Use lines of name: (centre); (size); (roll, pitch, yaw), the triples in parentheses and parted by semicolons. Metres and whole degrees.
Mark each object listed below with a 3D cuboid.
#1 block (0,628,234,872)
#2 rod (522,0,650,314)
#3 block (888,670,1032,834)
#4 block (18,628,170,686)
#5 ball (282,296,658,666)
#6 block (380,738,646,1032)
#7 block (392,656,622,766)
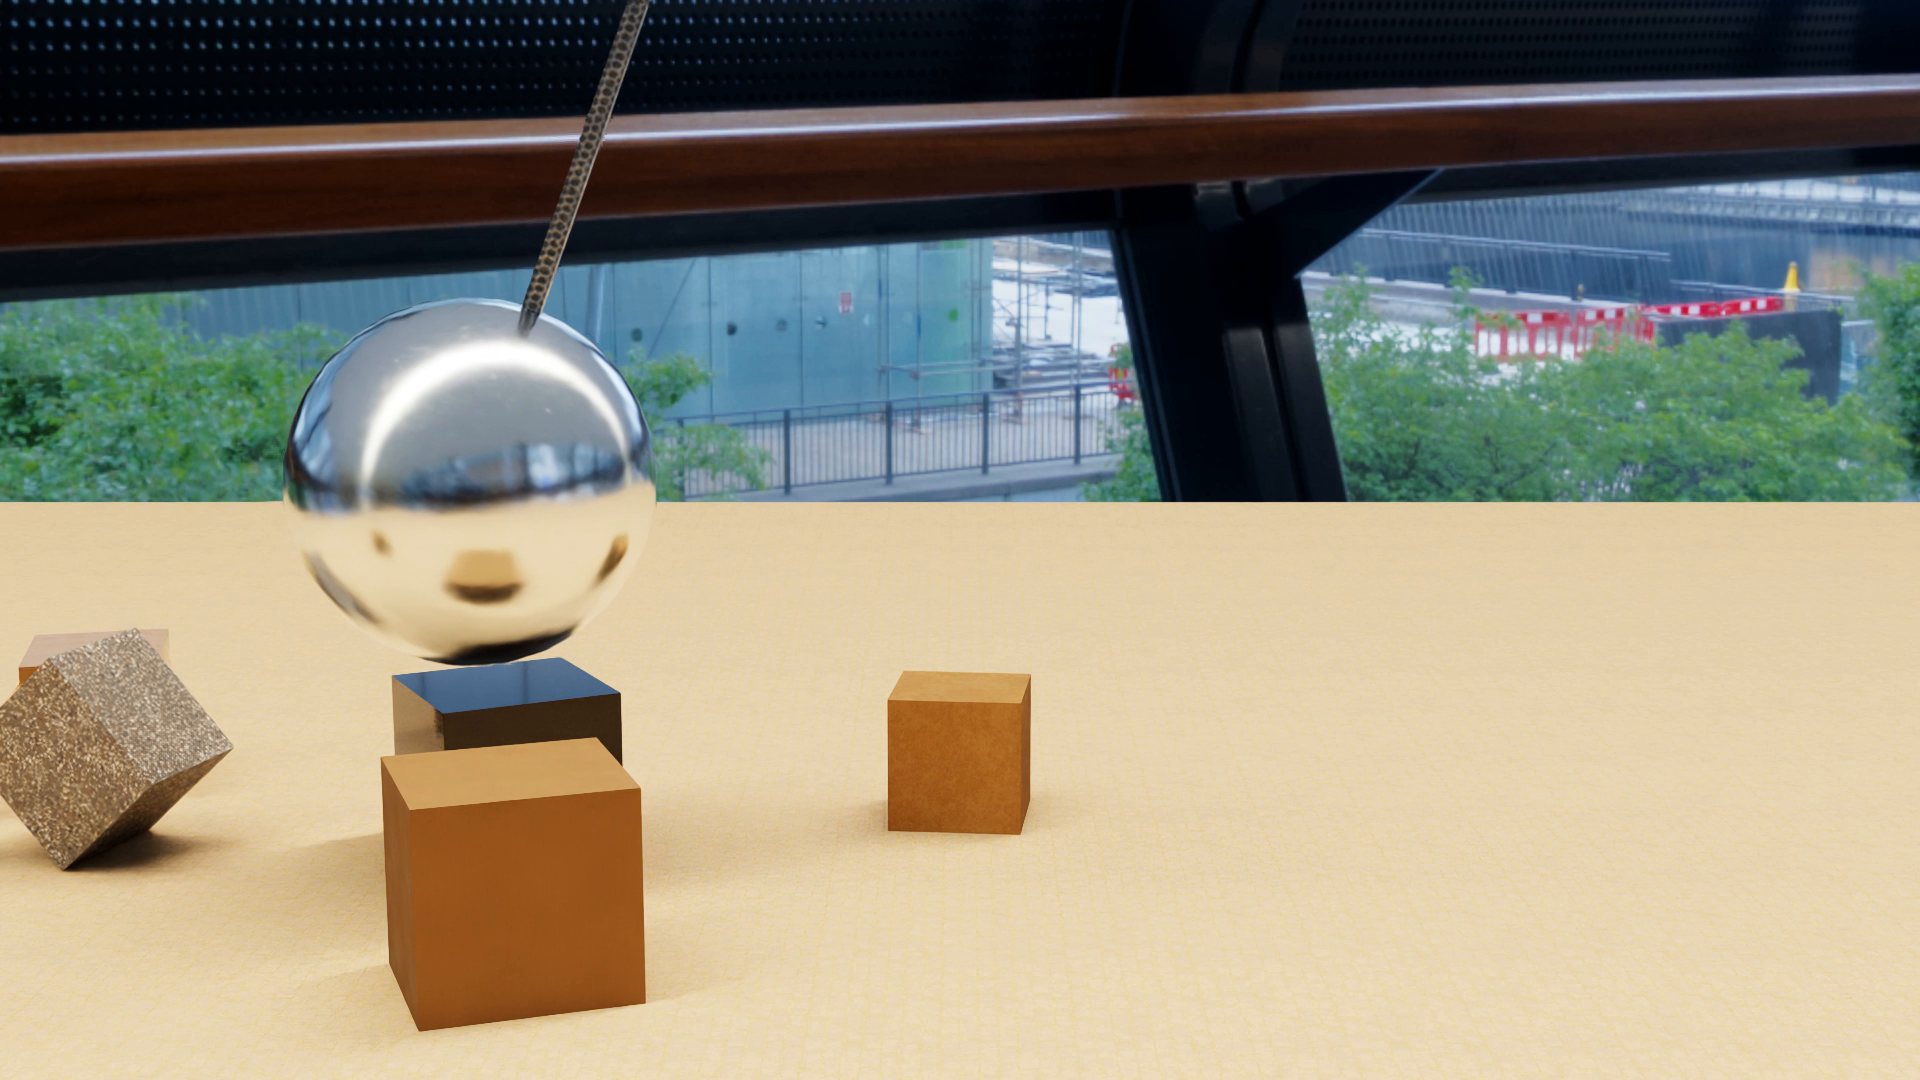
block: (-3.907, 0.941, 11.657); (0.656, 0.724, 0.660); (-41, -3, 19)
rod: (-0.918, -3.382, 10.565); (0.080, 5.200, 0.080); (20, 10, -4)
block: (0.003, 1.008, 12.254); (0.624, 0.633, 0.598); (1, 10, 6)
block: (-4.269, 0.880, 12.741); (0.646, 0.711, 0.738); (-2, 11, -13)
ball: (-2.118, -0.252, 11.134); (1.600, 1.600, 1.600); (0, 10, 0)
block: (-1.742, 1.313, 9.959); (0.861, 0.854, 0.793); (-4, 11, -20)
block: (-2.089, 1.027, 11.836); (0.824, 0.745, 0.822); (-5, 12, -27)
